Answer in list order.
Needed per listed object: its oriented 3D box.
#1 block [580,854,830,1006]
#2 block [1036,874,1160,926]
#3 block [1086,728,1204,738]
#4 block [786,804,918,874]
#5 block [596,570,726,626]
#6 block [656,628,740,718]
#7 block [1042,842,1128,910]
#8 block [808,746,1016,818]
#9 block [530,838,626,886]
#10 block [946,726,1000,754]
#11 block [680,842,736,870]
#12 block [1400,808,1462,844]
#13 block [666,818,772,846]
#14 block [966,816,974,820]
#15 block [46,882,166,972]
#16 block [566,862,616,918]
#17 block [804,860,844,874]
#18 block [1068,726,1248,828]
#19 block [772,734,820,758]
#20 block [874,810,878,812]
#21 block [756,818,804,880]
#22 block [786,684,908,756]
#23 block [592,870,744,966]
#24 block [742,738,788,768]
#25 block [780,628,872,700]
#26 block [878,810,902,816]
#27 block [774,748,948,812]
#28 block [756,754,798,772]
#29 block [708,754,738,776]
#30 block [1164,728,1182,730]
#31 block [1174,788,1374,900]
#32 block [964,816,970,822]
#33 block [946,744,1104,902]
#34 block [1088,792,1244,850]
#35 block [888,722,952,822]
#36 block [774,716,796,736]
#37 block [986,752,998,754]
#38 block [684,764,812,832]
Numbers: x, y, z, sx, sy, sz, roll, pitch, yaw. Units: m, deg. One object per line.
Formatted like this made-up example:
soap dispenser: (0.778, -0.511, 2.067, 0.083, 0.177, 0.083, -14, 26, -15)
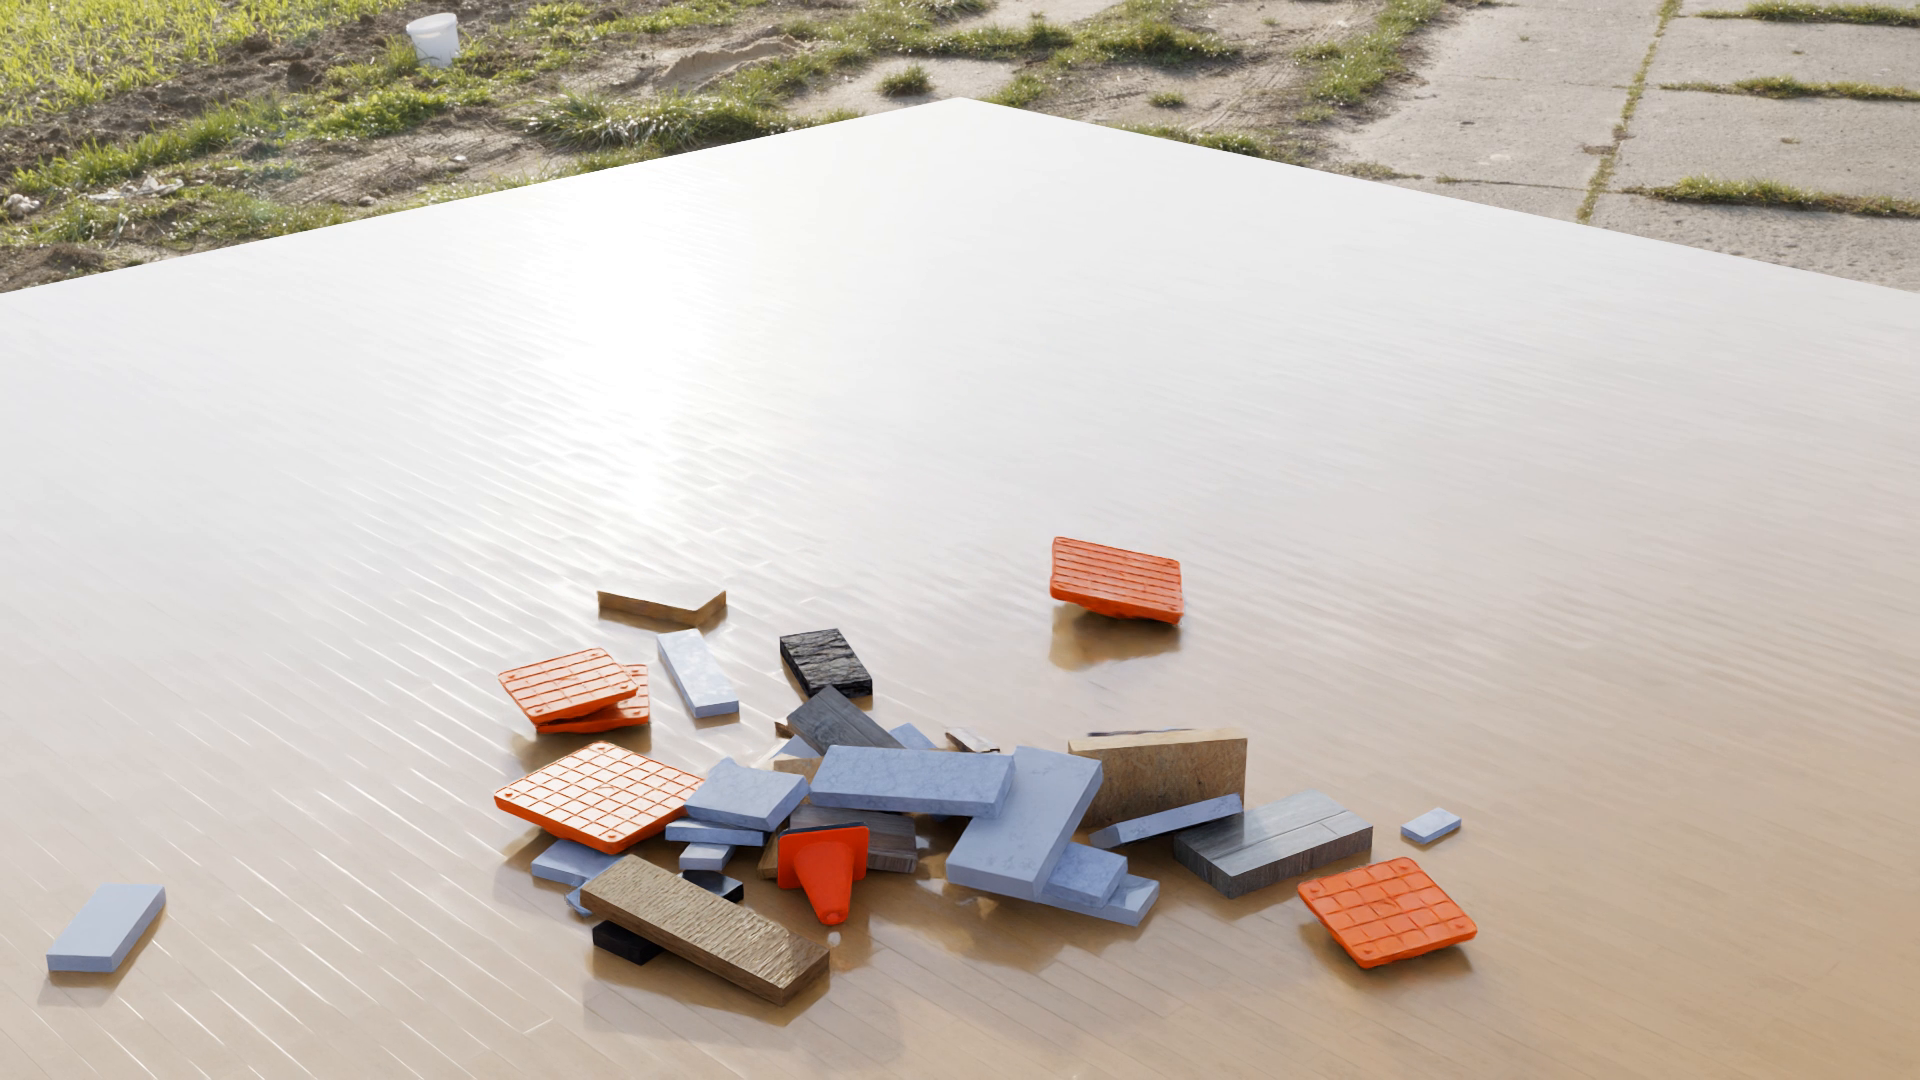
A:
block: (-0.465, 0.702, 3.985, 0.459, 0.040, 0.141, 20, 30, 26)
block: (0.247, 0.662, 4.159, 0.232, 0.033, 0.116, 10, 25, 23)
block: (0.395, 0.454, 4.510, 0.273, 0.136, 0.039, -2, 38, -4)
block: (-0.210, 0.577, 4.262, 0.247, 0.035, 0.124, 8, 33, -11)
block: (-0.729, 0.140, 5.380, 0.283, 0.040, 0.141, 10, 25, 23)
block: (-0.601, 0.301, 5.016, 0.099, 0.028, 0.393, -8, 24, -18)
block: (0.186, 0.618, 4.151, 0.232, 0.033, 0.116, 12, 39, 27)
block: (-0.094, 0.469, 4.285, 0.385, 0.039, 0.136, 1, 36, 20)
block: (-0.714, 0.631, 4.237, 0.198, 0.028, 0.099, 10, 25, 22)
block: (0.027, 0.434, 4.712, 0.060, 0.017, 0.120, -10, 25, -32)
block: (-0.486, 0.606, 4.243, 0.081, 0.023, 0.163, 1, 5, 3)
block: (0.941, 0.571, 4.394, 0.116, 0.016, 0.058, -18, 29, -36)
block: (-0.468, 0.573, 4.322, 0.198, 0.028, 0.099, 2, 3, 12)
block: (0.090, 0.541, 4.311, 0.232, 0.033, 0.116, 38, 41, 17)
block: (-1.567, 0.711, 4.043, 0.120, 0.034, 0.239, 1, 23, 3)
block: (-0.674, 0.657, 4.138, 0.120, 0.017, 0.060, -33, 45, -27)
block: (-0.245, 0.617, 4.285, 0.121, 0.017, 0.060, -10, 25, -22)
block: (0.394, 0.477, 4.411, 0.355, 0.177, 0.050, -3, 23, -8)
block: (-0.346, 0.470, 4.575, 0.085, 0.024, 0.171, 31, 34, 12)
block: (-0.223, 0.537, 4.372, 0.121, 0.017, 0.060, -3, 32, 1)
block: (-0.334, 0.595, 4.275, 0.081, 0.023, 0.163, -10, 28, 18)
block: (-0.232, 0.406, 4.516, 0.121, 0.034, 0.241, -36, 55, -26)
block: (-0.540, 0.693, 4.084, 0.120, 0.034, 0.279, 16, 28, 33)
block: (-0.390, 0.471, 4.620, 0.086, 0.024, 0.171, 13, 26, 28)
block: (-0.309, 0.286, 5.035, 0.141, 0.040, 0.283, -8, 24, -17)
block: (-0.212, 0.570, 4.360, 0.190, 0.023, 0.081, -17, 19, -41)
block: (-0.197, 0.484, 4.386, 0.350, 0.035, 0.124, -4, 41, 0)
block: (-0.382, 0.470, 4.487, 0.060, 0.017, 0.121, 9, 23, 38)
block: (-0.480, 0.493, 4.537, 0.060, 0.017, 0.120, -39, 30, -2)
block: (0.459, 0.437, 4.709, 0.058, 0.016, 0.116, 6, 24, 13)
block: (0.614, 0.591, 4.304, 0.355, 0.050, 0.177, -14, 27, -29)
block: (0.033, 0.531, 4.422, 0.076, 0.021, 0.151, -20, 49, -39)
block: (0.127, 0.536, 4.207, 0.177, 0.050, 0.355, 9, 37, 23)
block: (0.403, 0.555, 4.306, 0.273, 0.039, 0.136, -11, -12, -23)
block: (-0.075, 0.475, 4.514, 0.121, 0.034, 0.241, -20, 46, -39)
block: (-0.332, 0.402, 4.743, 0.074, 0.021, 0.148, -17, 16, -30)
block: (0.037, 0.475, 4.621, 0.116, 0.016, 0.058, -11, 25, -24)
block: (-0.420, 0.506, 4.329, 0.247, 0.035, 0.124, 2, 38, 44)
